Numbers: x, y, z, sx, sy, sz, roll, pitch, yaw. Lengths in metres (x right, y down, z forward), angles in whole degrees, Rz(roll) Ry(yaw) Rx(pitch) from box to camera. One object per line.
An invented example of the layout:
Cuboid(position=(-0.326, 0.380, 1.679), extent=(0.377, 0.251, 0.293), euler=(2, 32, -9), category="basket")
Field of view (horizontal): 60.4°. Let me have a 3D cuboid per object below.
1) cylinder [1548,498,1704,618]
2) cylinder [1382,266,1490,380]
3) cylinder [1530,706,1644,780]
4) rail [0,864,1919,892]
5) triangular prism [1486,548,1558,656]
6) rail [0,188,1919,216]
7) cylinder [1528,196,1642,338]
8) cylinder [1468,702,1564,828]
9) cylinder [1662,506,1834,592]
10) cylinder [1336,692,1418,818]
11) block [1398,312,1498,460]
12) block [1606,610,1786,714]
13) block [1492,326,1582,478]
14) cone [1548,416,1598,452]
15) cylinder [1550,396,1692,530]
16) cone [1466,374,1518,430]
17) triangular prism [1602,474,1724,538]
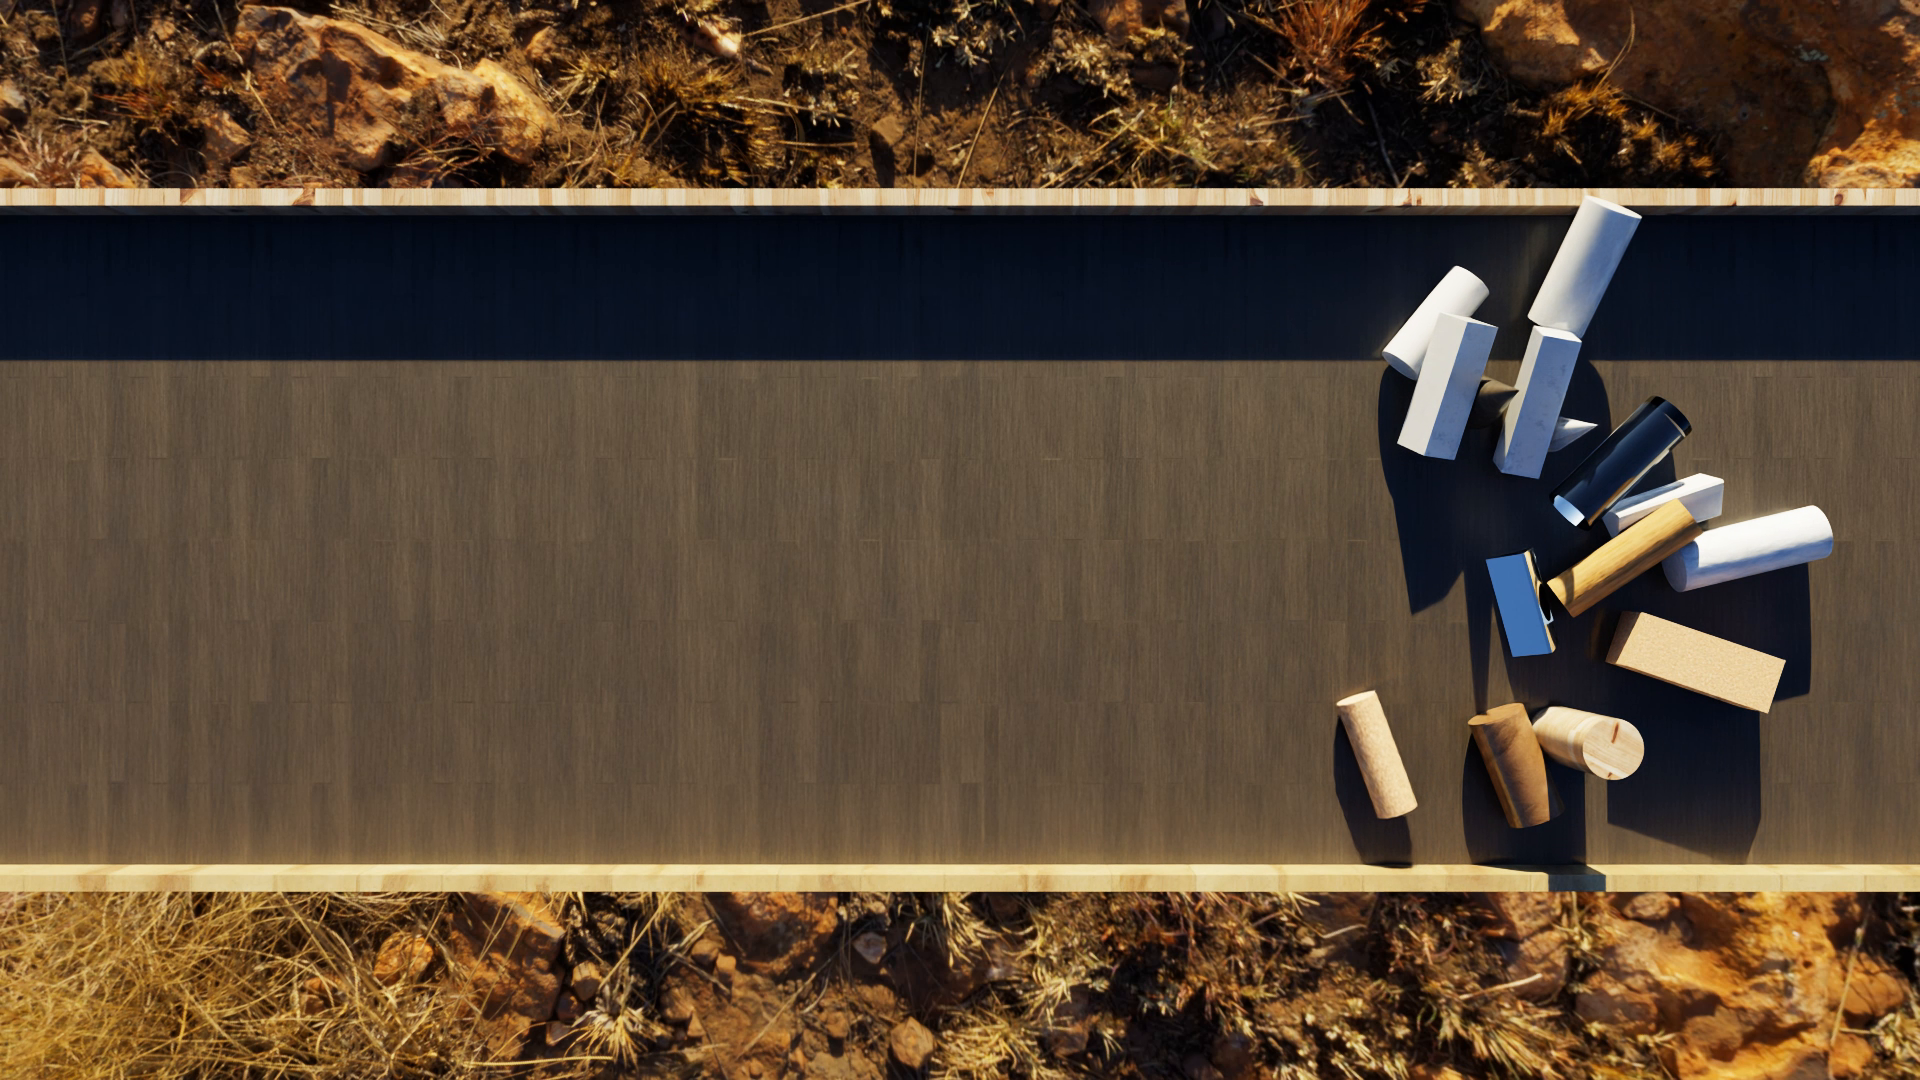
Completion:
Cuboid(position=(1.995, 0.056, 4.955), extent=(0.442, 0.132, 0.132), euler=(-37, 90, 15), category="cylinder")
Cuboid(position=(1.443, -0.657, 5.007), extent=(0.139, 0.139, 0.334), euler=(40, 90, 0), category="cylinder")
Cuboid(position=(1.836, 0.592, 4.858), extent=(0.173, 0.434, 0.173), euler=(0, 89, -1), category="cylinder")
Cuboid(position=(-2.247, 1.025, 5.001), extent=(12.000, 0.150, 0.050), euler=(0, 90, 0), category="rail")
Cuboid(position=(1.730, 0.190, 5.009), extent=(0.148, 0.128, 0.310), euler=(-16, 90, 0), category="triangular prism")
Cuboid(position=(-2.247, -1.025, 5.002), extent=(12.000, 0.150, 0.050), euler=(0, 90, 0), category="rail")
Cuboid(position=(1.860, -0.813, 4.920), extent=(0.172, 0.172, 0.383), euler=(19, 114, 0), category="cylinder")
Cuboid(position=(1.684, 0.682, 4.991), extent=(0.170, 0.170, 0.335), euler=(-22, 90, 0), category="cylinder")
Cuboid(position=(2.379, 0.027, 4.995), extent=(0.449, 0.163, 0.163), euler=(-13, 90, 0), category="cylinder")
Cuboid(position=(1.268, 0.652, 5.015), extent=(0.124, 0.124, 0.365), euler=(-20, 90, 0), category="cylinder")
Cuboid(position=(1.459, -0.460, 4.940), extent=(0.124, 0.124, 0.412), euler=(5, 108, -28), category="block")
Cuboid(position=(2.222, 0.367, 4.994), extent=(0.443, 0.166, 0.166), euler=(19, 90, 0), category="block")
Cuboid(position=(1.727, -0.411, 4.943), extent=(0.114, 0.114, 0.431), euler=(10, 112, 0), category="block")
Cuboid(position=(1.821, -0.328, 4.891), extent=(0.114, 0.372, 0.114), euler=(0, 90, 0), category="cone")
Cuboid(position=(1.999, -0.232, 4.997), extent=(0.425, 0.159, 0.159), euler=(-44, 90, 0), category="cylinder")
Cuboid(position=(1.589, -0.426, 4.880), extent=(0.170, 0.393, 0.170), euler=(0, 90, 0), category="cone")
Cuboid(position=(2.134, -0.106, 4.994), extent=(0.331, 0.122, 0.140), euler=(-19, 71, 0), category="triangular prism")
